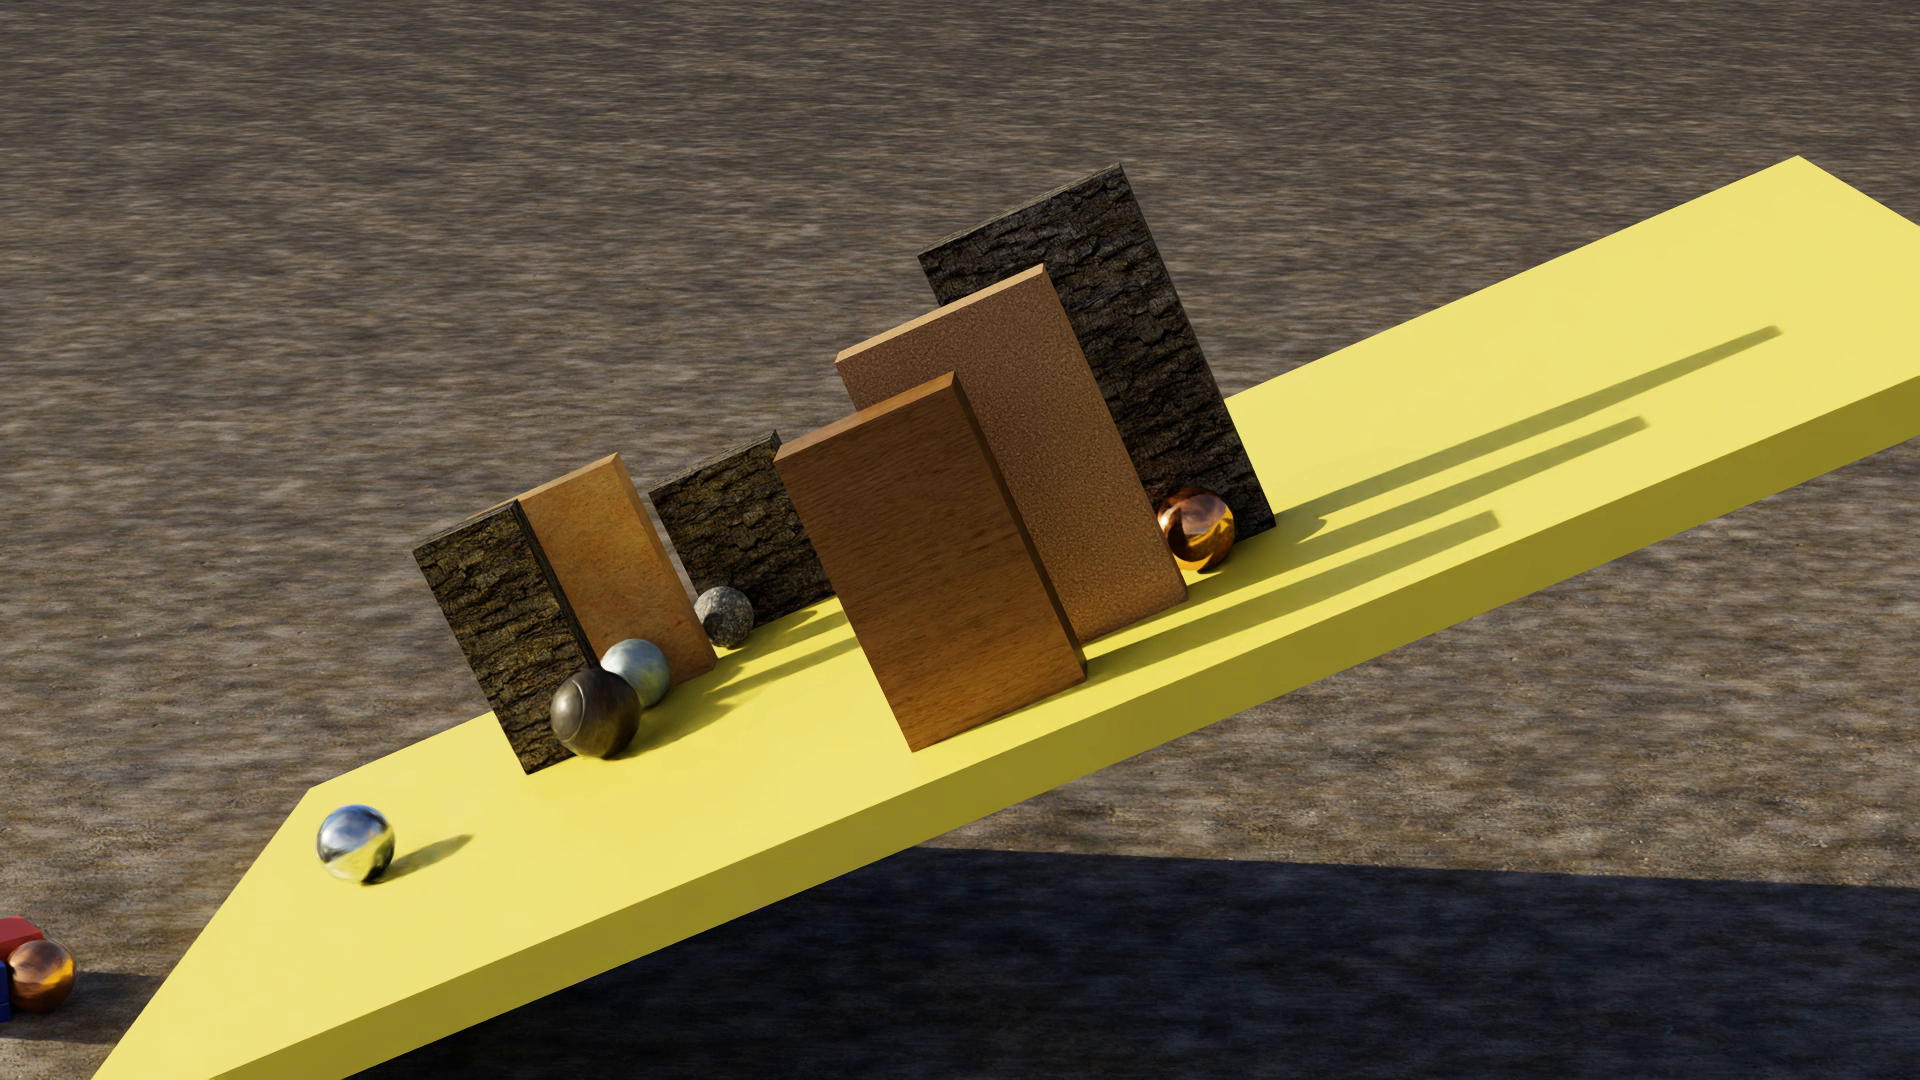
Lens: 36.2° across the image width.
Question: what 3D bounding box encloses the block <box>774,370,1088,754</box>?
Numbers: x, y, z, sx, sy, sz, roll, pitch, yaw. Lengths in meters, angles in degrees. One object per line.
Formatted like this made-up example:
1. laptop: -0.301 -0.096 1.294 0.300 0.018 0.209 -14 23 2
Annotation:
1. block: -0.050 0.043 5.510 0.360 0.616 0.132 -23 13 8

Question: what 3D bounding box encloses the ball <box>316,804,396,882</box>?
1. ball: -1.313 0.660 6.399 0.170 0.170 0.170 0 15 0

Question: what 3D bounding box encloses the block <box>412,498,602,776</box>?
1. block: -0.987 0.221 6.630 0.246 0.578 0.090 -23 13 8

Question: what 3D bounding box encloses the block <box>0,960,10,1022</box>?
1. block: -2.148 0.977 6.381 0.128 0.128 0.128 -10 18 -32

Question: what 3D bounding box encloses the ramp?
1. ramp: 0.133 0.170 6.284 4.000 0.100 2.000 -23 13 8

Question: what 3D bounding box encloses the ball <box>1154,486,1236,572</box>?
1. ball: 0.463 -0.023 5.832 0.169 0.169 0.169 0 15 0

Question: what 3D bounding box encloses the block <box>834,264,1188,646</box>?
1. block: 0.104 -0.124 5.698 0.432 0.701 0.105 -23 13 8

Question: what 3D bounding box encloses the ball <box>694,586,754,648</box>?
1. ball: -0.561 0.182 6.968 0.146 0.146 0.146 0 15 0

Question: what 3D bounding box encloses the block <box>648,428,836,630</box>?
1. block: -0.508 -0.010 7.051 0.321 0.406 0.119 -23 13 8

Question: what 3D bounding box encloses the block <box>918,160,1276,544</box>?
1. block: 0.278 -0.306 5.902 0.434 0.791 0.097 -23 13 8

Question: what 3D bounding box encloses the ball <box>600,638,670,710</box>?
1. ball: -0.748 0.309 6.763 0.165 0.165 0.165 0 15 0

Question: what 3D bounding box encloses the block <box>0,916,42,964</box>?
1. block: -2.128 0.930 6.554 0.128 0.128 0.128 -13 20 -39

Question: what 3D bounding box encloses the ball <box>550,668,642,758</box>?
1. ball: -0.804 0.383 6.494 0.199 0.199 0.199 0 15 0

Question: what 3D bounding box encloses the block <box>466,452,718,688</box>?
1. block: -0.861 0.125 6.854 0.391 0.544 0.094 -23 13 8

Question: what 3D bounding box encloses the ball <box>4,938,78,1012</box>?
1. ball: -2.009 0.950 6.425 0.156 0.156 0.156 0 15 0
